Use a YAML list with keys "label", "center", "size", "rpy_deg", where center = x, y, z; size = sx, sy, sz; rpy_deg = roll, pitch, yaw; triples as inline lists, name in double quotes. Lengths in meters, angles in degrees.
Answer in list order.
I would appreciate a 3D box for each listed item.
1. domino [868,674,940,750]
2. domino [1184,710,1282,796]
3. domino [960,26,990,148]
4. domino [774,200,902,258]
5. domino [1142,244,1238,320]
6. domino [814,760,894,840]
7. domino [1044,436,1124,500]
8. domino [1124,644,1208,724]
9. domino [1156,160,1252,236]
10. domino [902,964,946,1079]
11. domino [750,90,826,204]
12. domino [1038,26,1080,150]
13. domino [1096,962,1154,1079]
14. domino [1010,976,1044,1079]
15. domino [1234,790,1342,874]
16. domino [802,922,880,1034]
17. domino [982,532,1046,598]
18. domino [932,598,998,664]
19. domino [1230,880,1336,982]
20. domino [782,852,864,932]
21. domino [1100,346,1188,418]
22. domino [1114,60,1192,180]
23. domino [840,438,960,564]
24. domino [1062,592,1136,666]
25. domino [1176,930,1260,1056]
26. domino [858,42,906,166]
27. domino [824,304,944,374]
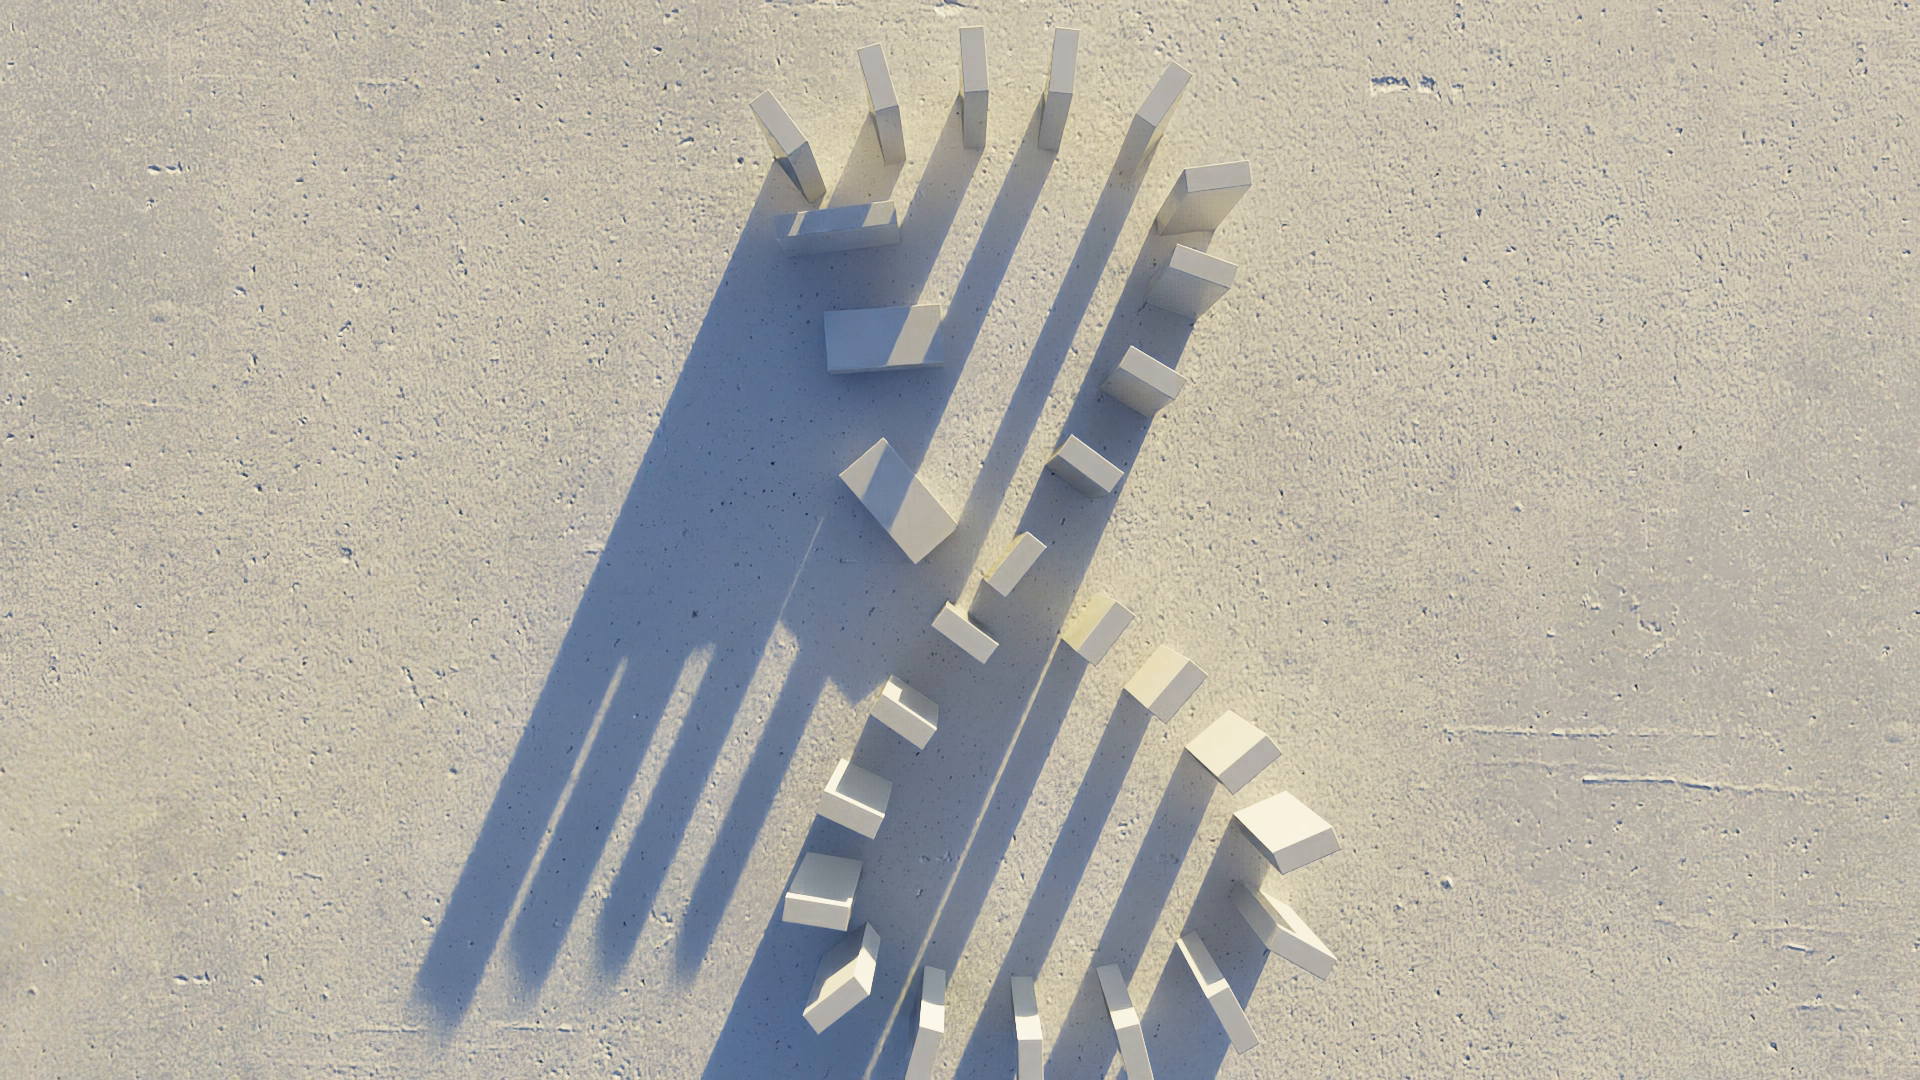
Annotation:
- label: "domino"
  center: [-0.022, 0.069, 0.375]
  size: [0.025, 0.050, 0.009]
  rpy_deg: [34, 90, 0]
- label: "domino"
  center: [0.111, 0.086, 0.375]
  size: [0.025, 0.050, 0.009]
  rpy_deg: [-40, 90, 0]
- label: "domino"
  center: [0.005, -0.184, 0.375]
  size: [0.010, 0.050, 0.025]
  rpy_deg: [-4, 90, 0]
- label: "domino"
  center: [-0.051, -0.131, 0.388]
  size: [0.050, 0.025, 0.009]
  rpy_deg: [-7, 90, 0]
- label: "domino"
  center: [0.093, -0.105, 0.375]
  size: [0.025, 0.050, 0.009]
  rpy_deg: [20, 90, 0]
- label: "domino"
  center: [-0.042, 0.105, 0.375]
  size: [0.025, 0.050, 0.009]
  rpy_deg: [25, 90, 0]
- label: "domino"
  center: [0.050, -0.029, 0.375]
  size: [0.025, 0.050, 0.010]
  rpy_deg: [37, 90, 0]
- label: "domino"
  center: [0.083, 0.058, 0.375]
  size: [0.010, 0.050, 0.025]
  rpy_deg: [41, 90, 0]
- label: "domino"
  center: [0.099, -0.139, 0.375]
  size: [0.025, 0.050, 0.009]
  rpy_deg: [-8, 90, 0]
- label: "domino"
  center: [-0.014, 0.199, 0.375]
  size: [0.010, 0.050, 0.025]
  rpy_deg: [16, 90, 0]
- label: "domino"
  center: [-0.069, -0.160, 0.375]
  size: [0.010, 0.050, 0.025]
  rpy_deg: [-37, 90, 0]
- label: "domino"
  center: [0.040, -0.183, 0.375]
  size: [0.010, 0.050, 0.025]
  rpy_deg: [7, 90, 0]
- label: "domino"
  center: [0.067, 0.198, 0.375]
  size: [0.009, 0.050, 0.025]
  rpy_deg: [-14, 90, 0]
- label: "domino"
  center: [0.027, 0.203, 0.375]
  size: [0.009, 0.050, 0.025]
  rpy_deg: [-1, 90, 0]
- label: "domino"
  center: [0.133, 0.119, 0.375]
  size: [0.025, 0.050, 0.009]
  rpy_deg: [-23, 90, 0]
- label: "domino"
  center: [-0.047, 0.178, 0.375]
  size: [0.025, 0.050, 0.009]
  rpy_deg: [-38, 90, 0]
- label: "domino"
  center: [0.022, 0.009, 0.375]
  size: [0.009, 0.050, 0.025]
  rpy_deg: [39, 90, 0]
- label: "domino"
  center: [0.002, 0.036, 0.375]
  size: [0.025, 0.050, 0.010]
  rpy_deg: [37, 90, 0]
- label: "domino"
  center: [0.131, 0.158, 0.375]
  size: [0.025, 0.050, 0.010]
  rpy_deg: [29, 90, 0]
- label: "domino"
  center: [-0.055, 0.143, 0.375]
  size: [0.025, 0.050, 0.010]
  rpy_deg: [9, 90, 0]
- label: "domino"
  center: [0.074, -0.064, 0.375]
  size: [0.025, 0.050, 0.010]
  rpy_deg: [31, 90, 0]
- label: "domino"
  center: [0.078, -0.170, 0.375]
  size: [0.010, 0.050, 0.025]
  rpy_deg: [35, 90, 0]
- label: "domino"
  center: [-0.026, -0.017, 0.395]
  size: [0.025, 0.010, 0.050]
  rpy_deg: [-41, 90, 0]
- label: "domino"
  center: [0.056, 0.036, 0.375]
  size: [0.009, 0.050, 0.025]
  rpy_deg: [38, 90, 0]
- label: "domino"
  center: [0.105, 0.184, 0.375]
  size: [0.009, 0.050, 0.025]
  rpy_deg: [-29, 90, 0]
- label: "domino"
  center: [-0.031, -0.177, 0.375]
  size: [0.009, 0.050, 0.025]
  rpy_deg: [-16, 90, 0]
- label: "domino"
  center: [-0.032, -0.087, 0.395]
  size: [0.050, 0.010, 0.025]
  rpy_deg: [-4, 90, 0]
